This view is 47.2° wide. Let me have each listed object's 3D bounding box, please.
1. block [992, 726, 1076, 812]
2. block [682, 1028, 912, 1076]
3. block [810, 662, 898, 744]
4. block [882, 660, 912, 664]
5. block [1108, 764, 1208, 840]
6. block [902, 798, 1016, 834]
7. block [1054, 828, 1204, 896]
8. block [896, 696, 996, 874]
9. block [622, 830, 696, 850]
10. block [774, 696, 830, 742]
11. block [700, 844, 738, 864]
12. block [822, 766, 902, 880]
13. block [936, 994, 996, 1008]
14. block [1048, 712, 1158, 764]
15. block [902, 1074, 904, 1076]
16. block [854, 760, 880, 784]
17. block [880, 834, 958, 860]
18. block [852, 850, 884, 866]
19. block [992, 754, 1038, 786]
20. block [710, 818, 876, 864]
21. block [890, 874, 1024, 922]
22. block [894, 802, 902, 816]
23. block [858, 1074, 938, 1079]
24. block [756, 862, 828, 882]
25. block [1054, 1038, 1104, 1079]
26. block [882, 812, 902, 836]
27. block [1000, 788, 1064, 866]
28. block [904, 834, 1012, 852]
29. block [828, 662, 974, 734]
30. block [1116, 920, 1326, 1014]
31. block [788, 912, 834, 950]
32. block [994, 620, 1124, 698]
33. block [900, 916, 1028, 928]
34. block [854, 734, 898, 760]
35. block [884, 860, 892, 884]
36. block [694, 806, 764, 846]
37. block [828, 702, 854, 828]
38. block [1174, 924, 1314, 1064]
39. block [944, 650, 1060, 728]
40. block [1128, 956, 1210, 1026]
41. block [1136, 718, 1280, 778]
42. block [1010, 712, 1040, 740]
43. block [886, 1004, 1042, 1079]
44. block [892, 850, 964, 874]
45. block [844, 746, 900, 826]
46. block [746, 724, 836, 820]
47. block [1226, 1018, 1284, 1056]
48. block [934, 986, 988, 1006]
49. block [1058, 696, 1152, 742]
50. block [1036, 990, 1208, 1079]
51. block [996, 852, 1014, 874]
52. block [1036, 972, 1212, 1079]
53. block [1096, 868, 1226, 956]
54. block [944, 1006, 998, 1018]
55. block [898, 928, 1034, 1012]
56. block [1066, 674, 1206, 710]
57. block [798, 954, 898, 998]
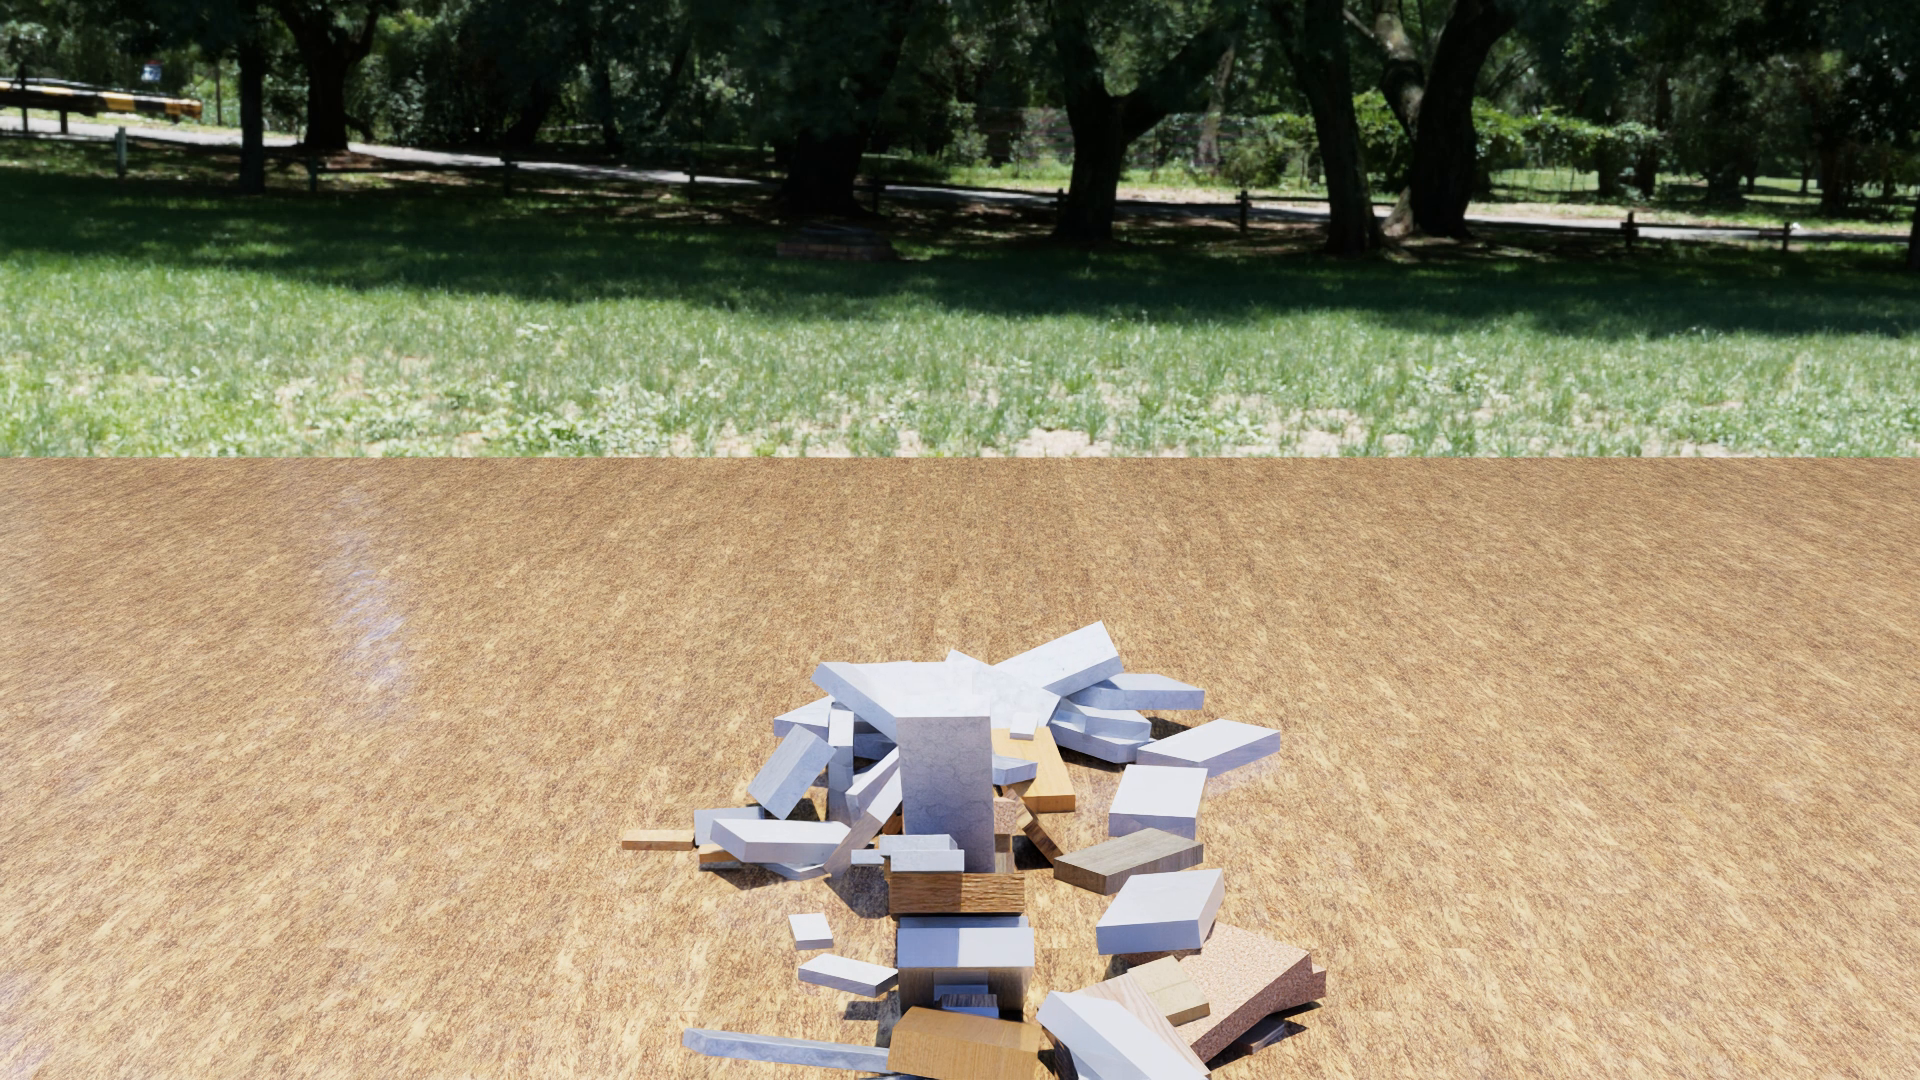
[{"bbox_3d":[0.135,0.441,4.235,0.123,0.035,0.293,-1,21,-8],"label":"block"},{"bbox_3d":[-0.135,0.636,2.704,0.412,0.022,0.076,13,-8,-27],"label":"block"},{"bbox_3d":[-0.144,0.335,4.273,0.286,0.041,0.143,35,8,17],"label":"block"},{"bbox_3d":[-0.164,0.312,4.617,0.143,0.041,0.286,-5,11,-3],"label":"block"},{"bbox_3d":[0.373,0.487,4.101,0.156,0.044,0.311,2,11,10],"label":"block"},{"bbox_3d":[-0.006,0.444,3.551,0.174,0.049,0.348,0,-6,-2],"label":"block"},{"bbox_3d":[0.291,0.551,3.781,0.247,0.035,0.123,-10,14,-42],"label":"block"},{"bbox_3d":[-0.015,0.395,3.147,0.127,0.514,0.036,-1,48,2],"label":"block"},{"bbox_3d":[-0.535,0.535,3.918,0.124,0.018,0.062,0,11,3],"label":"block"},{"bbox_3d":[-0.260,0.367,4.565,0.131,0.037,0.262,6,12,28],"label":"block"},{"bbox_3d":[-0.393,0.540,3.807,0.115,0.016,0.058,-3,8,-5],"label":"block"},{"bbox_3d":[-0.146,0.466,3.669,0.036,0.254,0.127,37,54,2],"label":"block"},{"bbox_3d":[0.005,0.640,2.988,0.073,0.021,0.146,2,-21,-6],"label":"block"},{"bbox_3d":[0.252,0.397,4.487,0.273,0.039,0.136,14,8,39],"label":"block"},{"bbox_3d":[0.012,0.730,2.694,0.170,0.048,0.580,0,7,-1],"label":"block"},{"bbox_3d":[-0.154,0.450,4.192,0.094,0.027,0.187,-23,4,-1],"label":"block"},{"bbox_3d":[-0.056,0.425,3.023,0.094,0.027,0.187,-1,-12,3],"label":"block"},{"bbox_3d":[-0.083,0.455,3.150,0.139,0.020,0.069,-1,-12,2],"label":"block"},{"bbox_3d":[0.064,0.424,4.079,0.104,0.030,0.209,9,1,18],"label":"block"},{"bbox_3d":[-0.289,0.520,3.798,0.254,0.036,0.127,6,8,-34],"label":"block"},{"bbox_3d":[-0.007,0.499,3.058,0.178,0.050,0.355,0,-12,-1],"label":"block"},{"bbox_3d":[-0.038,0.428,3.817,0.094,0.027,0.188,-24,-6,-33],"label":"block"},{"bbox_3d":[-0.016,0.701,2.537,0.170,0.048,0.340,-1,7,-8],"label":"block"},{"bbox_3d":[-0.290,0.559,3.790,0.062,0.018,0.124,-9,14,-41],"label":"block"},{"bbox_3d":[0.156,0.698,2.705,0.040,0.140,0.279,-1,11,-5],"label":"block"},{"bbox_3d":[-0.071,0.455,3.990,0.027,0.094,0.188,36,40,5],"label":"block"},{"bbox_3d":[0.129,0.506,3.877,0.027,0.094,0.188,-40,14,-1],"label":"block"},{"bbox_3d":[-0.003,0.509,3.709,0.174,0.049,0.348,0,-6,0],"label":"block"},{"bbox_3d":[-0.118,0.315,4.404,0.286,0.041,0.143,-1,49,2],"label":"block"},{"bbox_3d":[0.385,0.628,3.269,0.148,0.042,0.297,-7,13,-35],"label":"block"},{"bbox_3d":[-0.236,0.618,3.473,0.058,0.016,0.115,-2,11,-11],"label":"block"},{"bbox_3d":[0.179,0.276,4.551,0.298,0.042,0.149,-23,29,0],"label":"block"},{"bbox_3d":[0.003,0.582,3.215,0.178,0.050,0.355,0,-12,-1],"label":"block"},{"bbox_3d":[-0.097,0.384,4.453,0.140,0.040,0.280,6,15,31],"label":"block"},{"bbox_3d":[-0.056,0.470,3.107,0.094,0.027,0.187,-1,-12,1],"label":"block"},{"bbox_3d":[-0.411,0.510,3.923,0.124,0.062,0.018,-2,-11,-10],"label":"block"},{"bbox_3d":[-0.223,0.421,4.153,0.044,0.156,0.312,0,11,-2],"label":"block"},{"bbox_3d":[0.341,0.644,3.066,0.297,0.042,0.148,-27,25,-37],"label":"block"},{"bbox_3d":[0.066,0.326,4.449,0.247,0.123,0.035,23,-25,14],"label":"block"},{"bbox_3d":[0.289,0.626,3.050,0.069,0.020,0.139,-15,20,-11],"label":"block"},{"bbox_3d":[0.505,0.424,4.447,0.149,0.042,0.298,9,14,39],"label":"block"},{"bbox_3d":[0.128,0.369,4.357,0.048,0.014,0.095,4,21,7],"label":"block"},{"bbox_3d":[0.011,0.624,2.712,0.170,0.048,0.340,9,-7,4],"label":"block"},{"bbox_3d":[-0.043,0.431,2.917,0.094,0.027,0.187,0,-12,-1],"label":"block"},{"bbox_3d":[-0.096,0.424,4.061,0.027,0.094,0.346,4,26,33],"label":"block"},{"bbox_3d":[-0.311,0.421,4.015,0.044,0.156,0.311,38,-8,-8],"label":"block"},{"bbox_3d":[0.411,0.693,3.077,0.048,0.014,0.095,7,13,34],"label":"block"},{"bbox_3d":[0.000,0.639,3.043,0.073,0.021,0.146,0,-21,-1],"label":"block"},{"bbox_3d":[0.289,0.359,4.535,0.136,0.039,0.273,8,7,-13],"label":"block"},{"bbox_3d":[0.283,0.680,2.586,0.140,0.040,0.453,21,10,-47],"label":"block"},{"bbox_3d":[-0.004,0.533,3.491,0.174,0.049,0.348,0,-12,0],"label":"block"},{"bbox_3d":[0.216,0.678,2.922,0.140,0.040,0.279,-16,21,-13],"label":"block"},{"bbox_3d":[0.310,0.562,3.342,0.148,0.042,0.385,-6,1,12],"label":"block"},{"bbox_3d":[0.006,0.651,2.959,0.073,0.021,0.146,2,-21,-6],"label":"block"},{"bbox_3d":[0.005,0.593,3.023,0.178,0.050,0.355,0,-21,-1],"label":"block"},{"bbox_3d":[0.356,0.318,4.621,0.298,0.042,0.149,4,9,-40],"label":"block"},{"bbox_3d":[-0.166,0.651,3.288,0.139,0.020,0.069,6,12,30],"label":"block"}]
